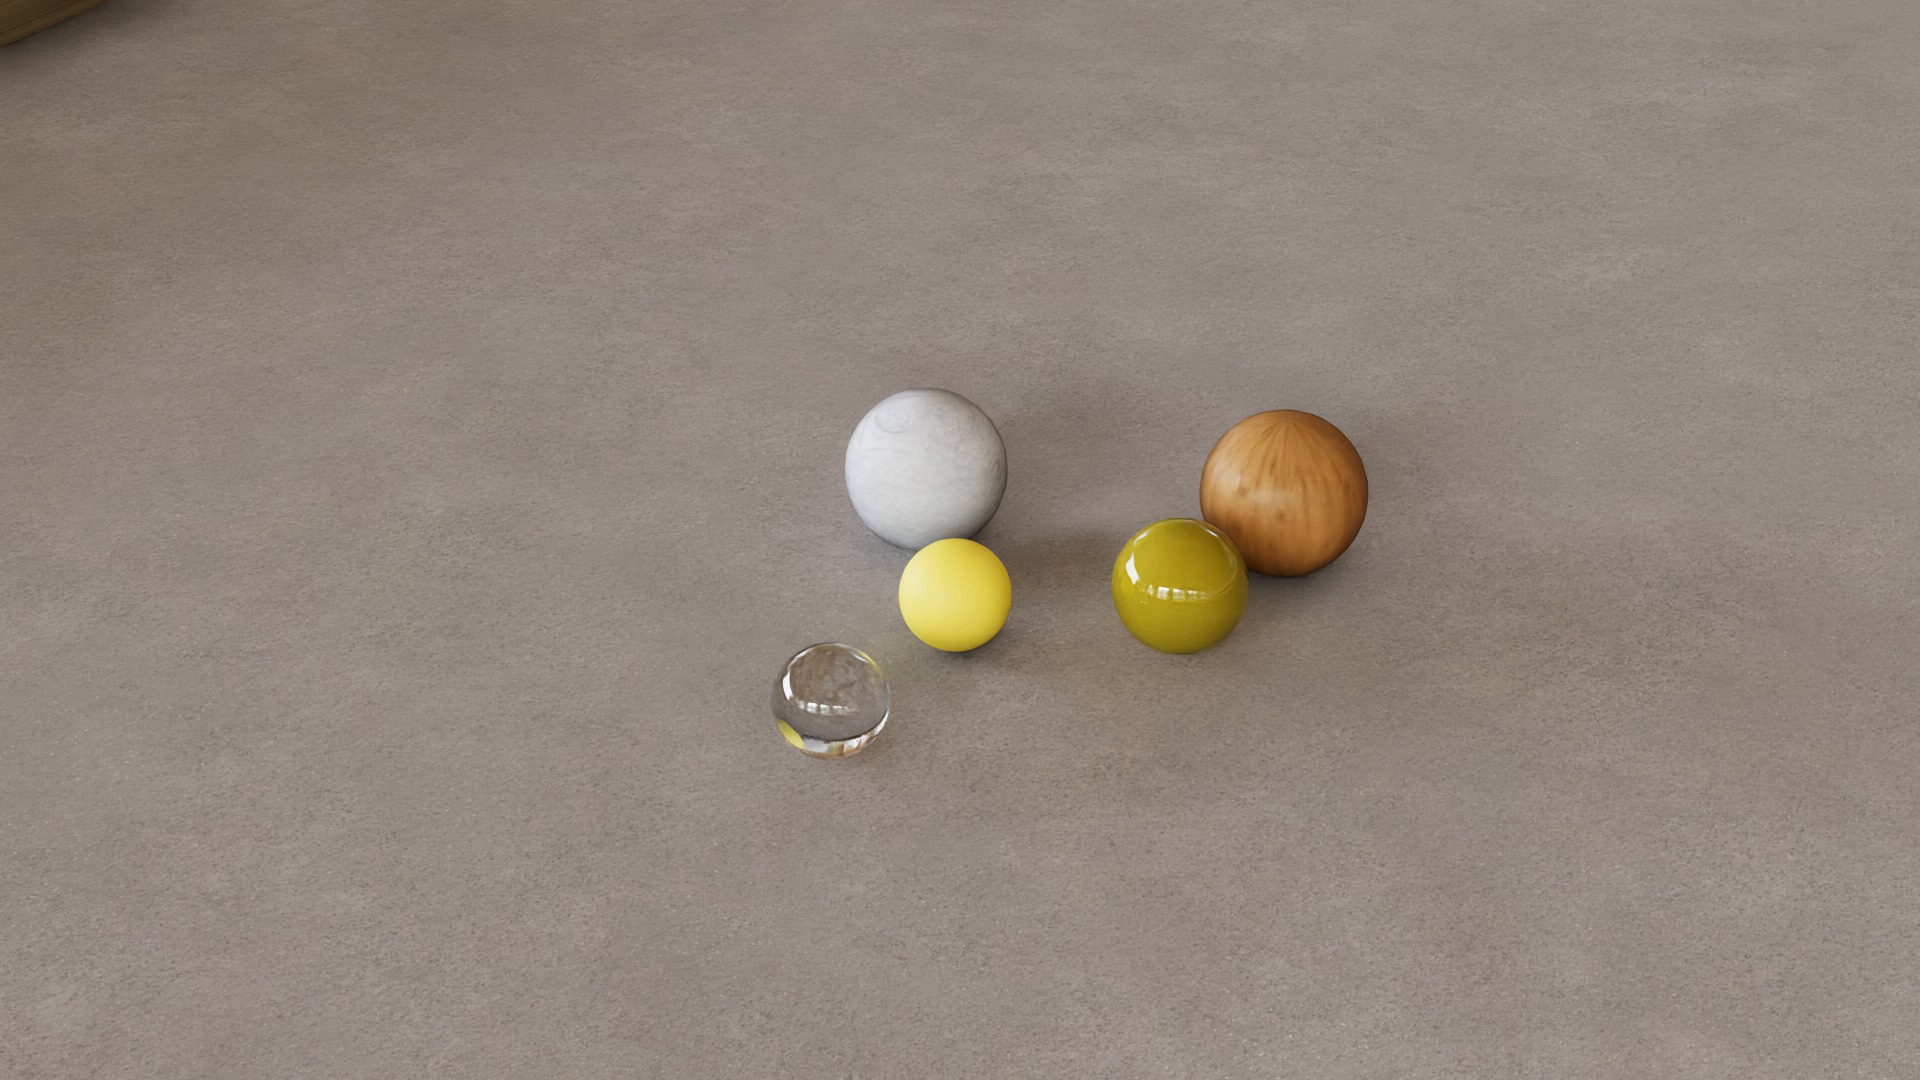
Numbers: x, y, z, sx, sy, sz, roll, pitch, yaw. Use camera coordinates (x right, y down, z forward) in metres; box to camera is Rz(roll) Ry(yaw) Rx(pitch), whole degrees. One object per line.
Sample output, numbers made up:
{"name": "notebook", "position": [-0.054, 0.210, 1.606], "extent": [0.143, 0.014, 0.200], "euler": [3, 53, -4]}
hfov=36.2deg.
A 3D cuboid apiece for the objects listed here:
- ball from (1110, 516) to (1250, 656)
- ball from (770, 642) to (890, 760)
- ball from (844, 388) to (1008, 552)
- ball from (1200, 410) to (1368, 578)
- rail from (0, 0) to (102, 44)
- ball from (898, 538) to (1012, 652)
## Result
{"name": "ball", "position": [0.118, 0.025, 1.576], "extent": [0.074, 0.074, 0.074], "euler": [0, 29, 0]}
{"name": "ball", "position": [-0.066, 0.081, 1.488], "extent": [0.060, 0.060, 0.060], "euler": [0, 29, 0]}
{"name": "ball", "position": [-0.019, -0.040, 1.671], "extent": [0.093, 0.093, 0.093], "euler": [0, 29, 0]}
{"name": "ball", "position": [0.181, -0.026, 1.645], "extent": [0.094, 0.094, 0.094], "euler": [0, 29, 0]}
{"name": "rail", "position": [-0.496, -0.720, 2.854], "extent": [0.045, 0.122, 4.214], "euler": [14, 32, 23]}
{"name": "ball", "position": [-0.002, 0.030, 1.580], "extent": [0.061, 0.061, 0.061], "euler": [0, 29, 0]}
